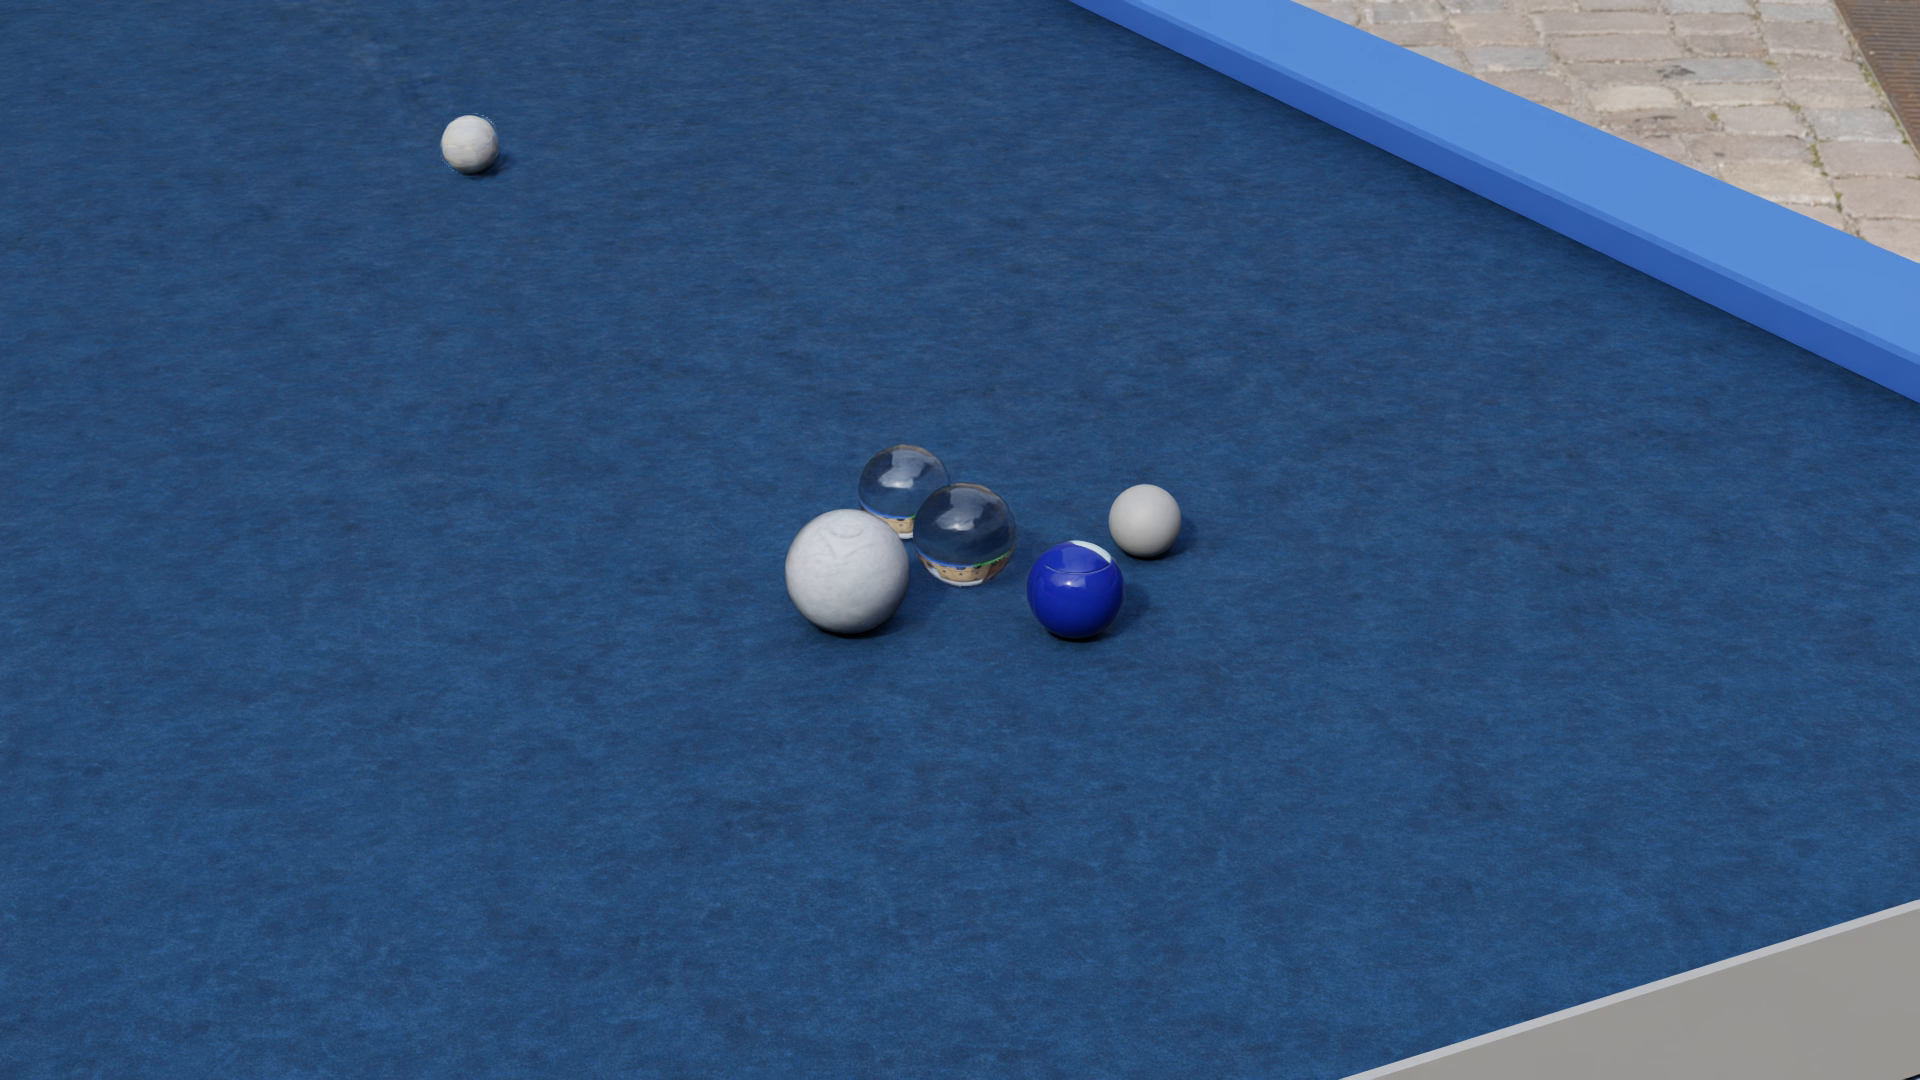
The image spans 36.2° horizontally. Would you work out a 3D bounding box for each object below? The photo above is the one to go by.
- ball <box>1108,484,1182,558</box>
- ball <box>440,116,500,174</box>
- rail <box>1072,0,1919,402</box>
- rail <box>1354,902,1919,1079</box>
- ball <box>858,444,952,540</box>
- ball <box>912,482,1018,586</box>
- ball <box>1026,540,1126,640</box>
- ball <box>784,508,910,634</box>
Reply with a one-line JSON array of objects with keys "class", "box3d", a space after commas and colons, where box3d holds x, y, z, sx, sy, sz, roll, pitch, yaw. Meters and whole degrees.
[{"class": "ball", "box3d": [0.137, -0.014, 2.174, 0.054, 0.054, 0.054, 0, 25, 0]}, {"class": "ball", "box3d": [-0.502, -0.406, 3.017, 0.059, 0.059, 0.059, 0, 25, 0]}, {"class": "rail", "box3d": [0.414, -0.471, 3.092, 0.045, 0.114, 3.116, -12, 27, -24]}, {"class": "rail", "box3d": [0.338, 0.263, 1.499, 1.752, 0.114, 0.045, -12, 27, -24]}, {"class": "ball", "box3d": [-0.041, -0.036, 2.201, 0.071, 0.071, 0.071, 0, 25, 0]}, {"class": "ball", "box3d": [0.003, -0.004, 2.126, 0.076, 0.076, 0.076, 0, 25, 0]}, {"class": "ball", "box3d": [0.081, 0.035, 2.051, 0.069, 0.069, 0.069, 0, 25, 0]}, {"class": "ball", "box3d": [-0.079, 0.022, 2.055, 0.088, 0.088, 0.088, 0, 25, 0]}]
